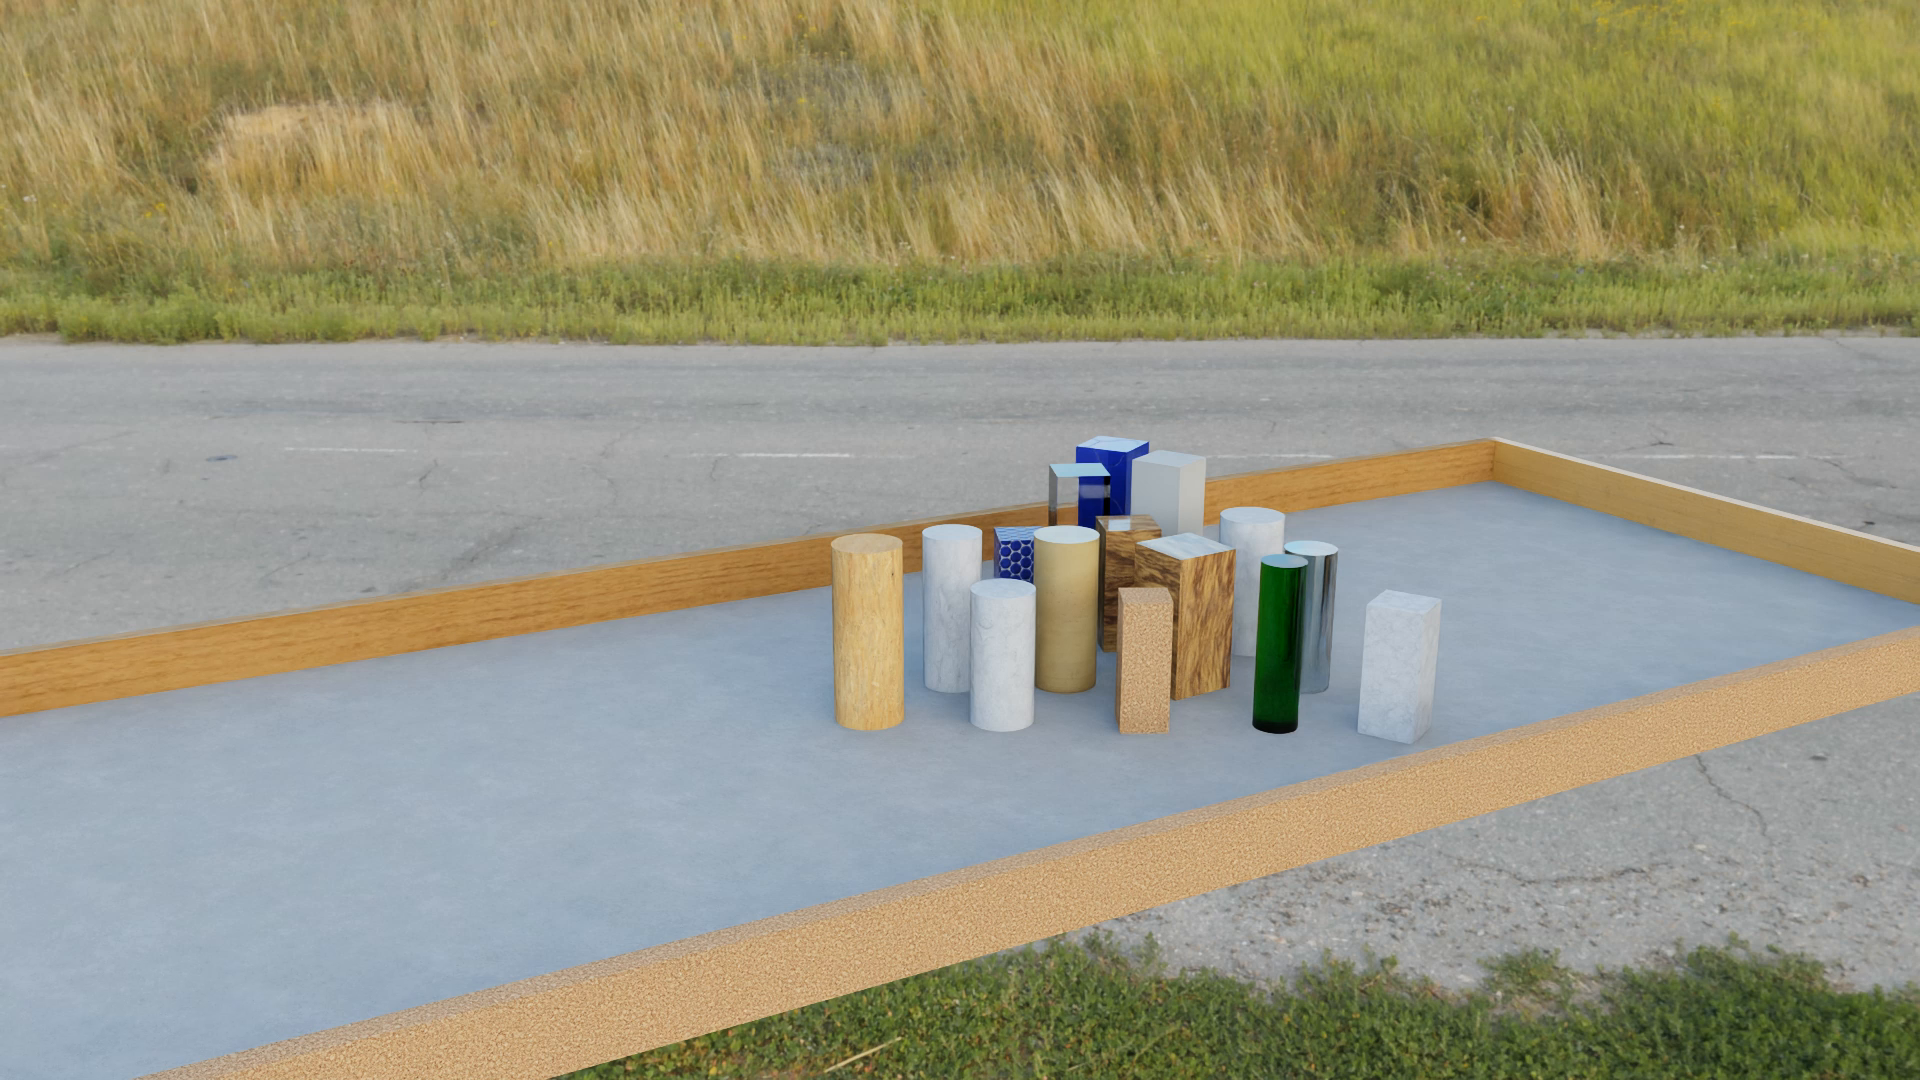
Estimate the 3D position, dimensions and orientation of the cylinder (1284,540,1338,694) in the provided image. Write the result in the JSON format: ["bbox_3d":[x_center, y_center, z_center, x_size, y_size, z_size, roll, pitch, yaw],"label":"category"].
[{"bbox_3d":[0.857,0.190,4.075,0.129,0.356,0.129,0,16,0],"label":"cylinder"}]

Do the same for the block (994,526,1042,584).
[{"bbox_3d":[0.159,0.132,4.352,0.127,0.312,0.127,-1,16,-5],"label":"block"}]

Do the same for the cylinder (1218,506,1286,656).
[{"bbox_3d":[0.763,0.108,4.350,0.168,0.360,0.168,0,16,0],"label":"cylinder"}]

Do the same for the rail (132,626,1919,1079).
[{"bbox_3d":[-2.336,1.006,1.665,12.000,0.150,0.050,-9,18,-27],"label":"rail"}]

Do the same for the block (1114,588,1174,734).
[{"bbox_3d":[0.427,0.280,3.838,0.113,0.318,0.113,0,16,-1],"label":"block"}]

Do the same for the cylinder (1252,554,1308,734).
[{"bbox_3d":[0.740,0.241,3.819,0.106,0.404,0.106,0,16,0],"label":"cylinder"}]

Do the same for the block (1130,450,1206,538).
[{"bbox_3d":[0.574,-0.008,4.583,0.148,0.450,0.148,11,20,34],"label":"block"}]

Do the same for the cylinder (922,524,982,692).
[{"bbox_3d":[-0.019,0.169,4.087,0.147,0.391,0.147,0,16,0],"label":"cylinder"}]

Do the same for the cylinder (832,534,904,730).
[{"bbox_3d":[-0.215,0.214,3.863,0.166,0.430,0.166,0,16,0],"label":"cylinder"}]

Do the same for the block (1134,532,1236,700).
[{"bbox_3d":[0.551,0.186,4.085,0.173,0.359,0.173,-10,19,-31],"label":"block"}]

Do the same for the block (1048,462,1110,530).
[{"bbox_3d":[0.328,0.009,4.582,0.145,0.419,0.145,-2,16,-6],"label":"block"}]

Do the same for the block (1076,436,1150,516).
[{"bbox_3d":[0.443,-0.073,4.839,0.159,0.430,0.159,9,19,28],"label":"block"}]

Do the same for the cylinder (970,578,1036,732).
[{"bbox_3d":[0.100,0.268,3.865,0.153,0.325,0.153,0,16,0],"label":"cylinder"}]

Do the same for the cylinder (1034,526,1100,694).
[{"bbox_3d":[0.261,0.171,4.087,0.161,0.386,0.161,0,16,0],"label":"cylinder"}]

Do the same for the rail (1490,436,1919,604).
[{"bbox_3d":[2.466,-0.048,5.253,0.050,0.150,2.100,-9,18,-27],"label":"rail"}]

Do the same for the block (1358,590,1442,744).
[{"bbox_3d":[1.014,0.291,3.807,0.131,0.314,0.131,10,19,32],"label":"block"}]

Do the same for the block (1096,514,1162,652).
[{"bbox_3d":[0.441,0.114,4.377,0.146,0.332,0.146,-2,16,-6],"label":"block"}]

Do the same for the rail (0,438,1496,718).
[{"bbox_3d":[-3.305,0.497,3.399,12.000,0.150,0.050,-9,18,-27],"label":"rail"}]
